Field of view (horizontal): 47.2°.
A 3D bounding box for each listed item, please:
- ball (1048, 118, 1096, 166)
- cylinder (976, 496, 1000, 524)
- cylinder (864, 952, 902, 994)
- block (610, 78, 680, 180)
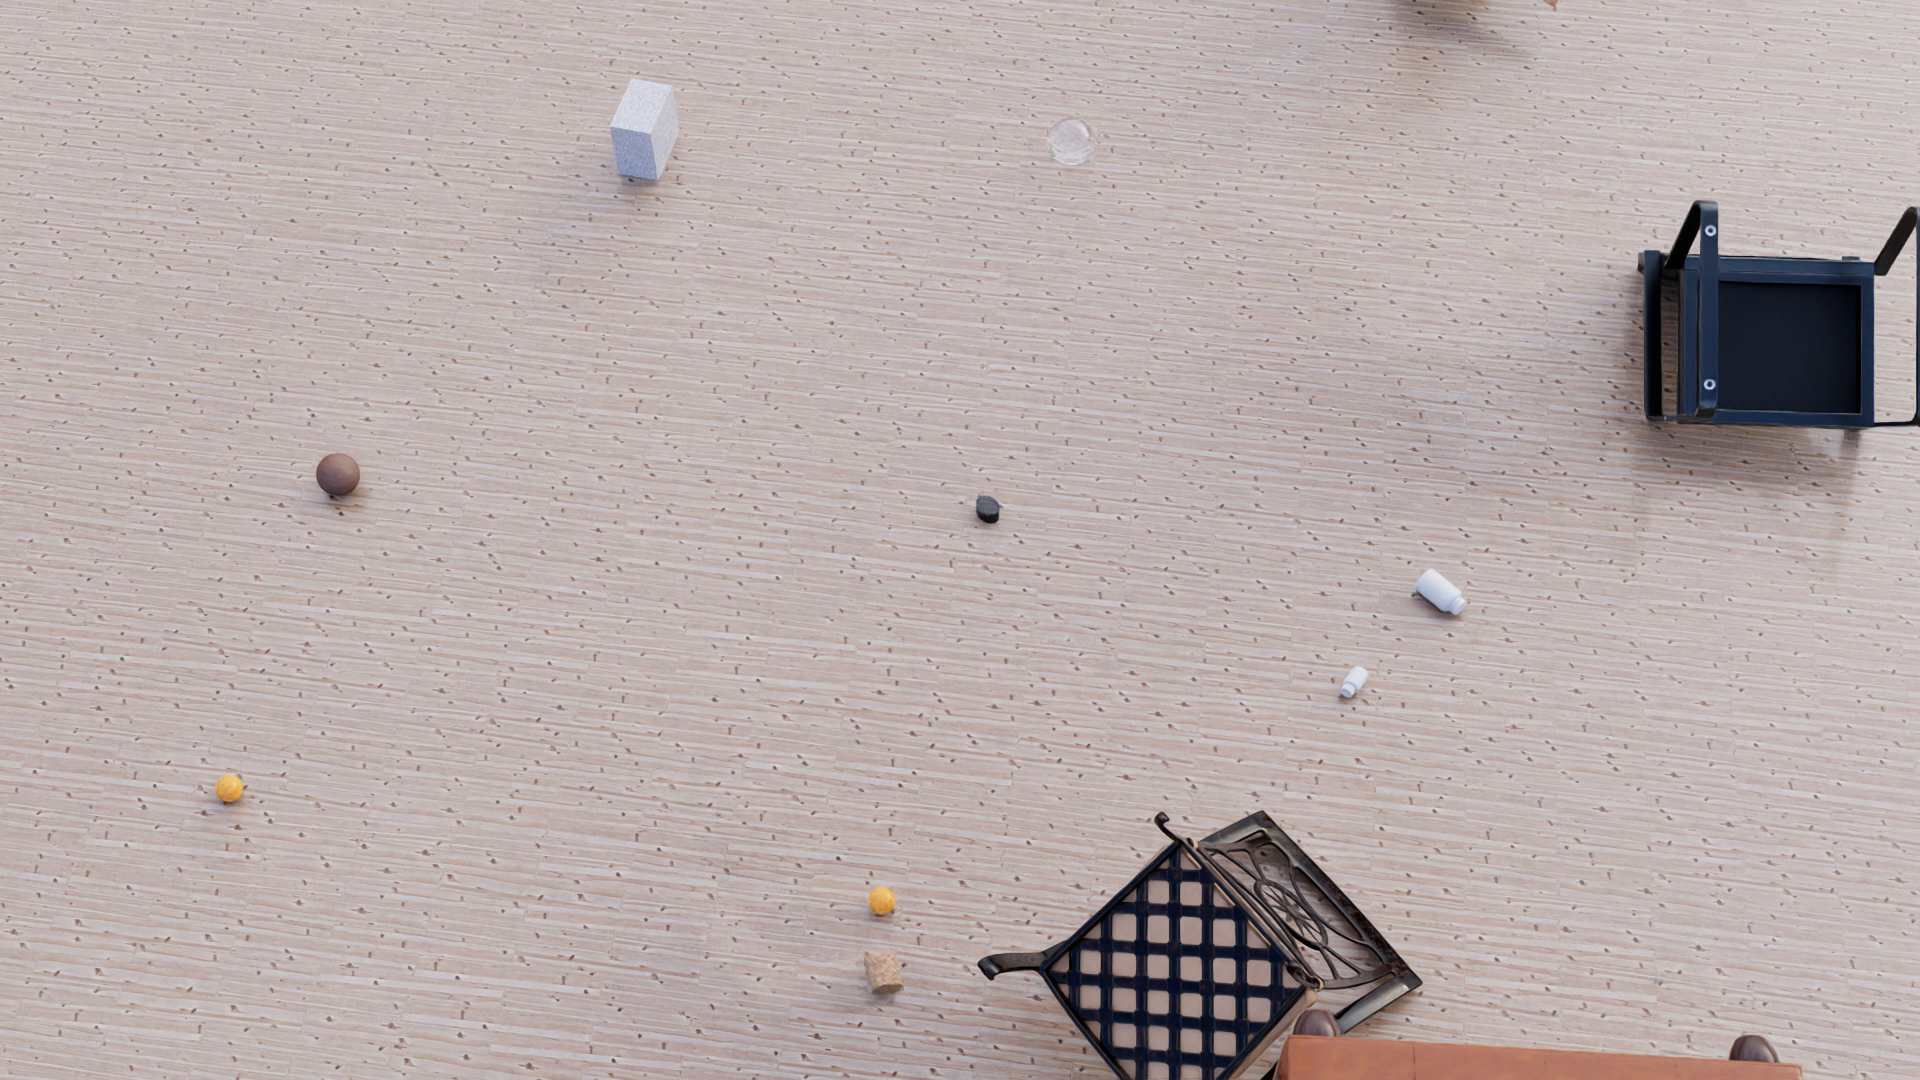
[{"bbox_3d":[0.374,-1.338,7.377,0.158,0.158,0.158,0,56,0],"label":"ball"},{"bbox_3d":[0.084,-0.092,6.607,0.079,0.048,0.059,38,64,22],"label":"cylinder"},{"bbox_3d":[-0.203,1.137,5.771,0.087,0.061,0.092,2,53,-27],"label":"cylinder"},{"bbox_3d":[-1.054,-1.373,7.361,0.141,0.223,0.226,12,57,8],"label":"block"}]
